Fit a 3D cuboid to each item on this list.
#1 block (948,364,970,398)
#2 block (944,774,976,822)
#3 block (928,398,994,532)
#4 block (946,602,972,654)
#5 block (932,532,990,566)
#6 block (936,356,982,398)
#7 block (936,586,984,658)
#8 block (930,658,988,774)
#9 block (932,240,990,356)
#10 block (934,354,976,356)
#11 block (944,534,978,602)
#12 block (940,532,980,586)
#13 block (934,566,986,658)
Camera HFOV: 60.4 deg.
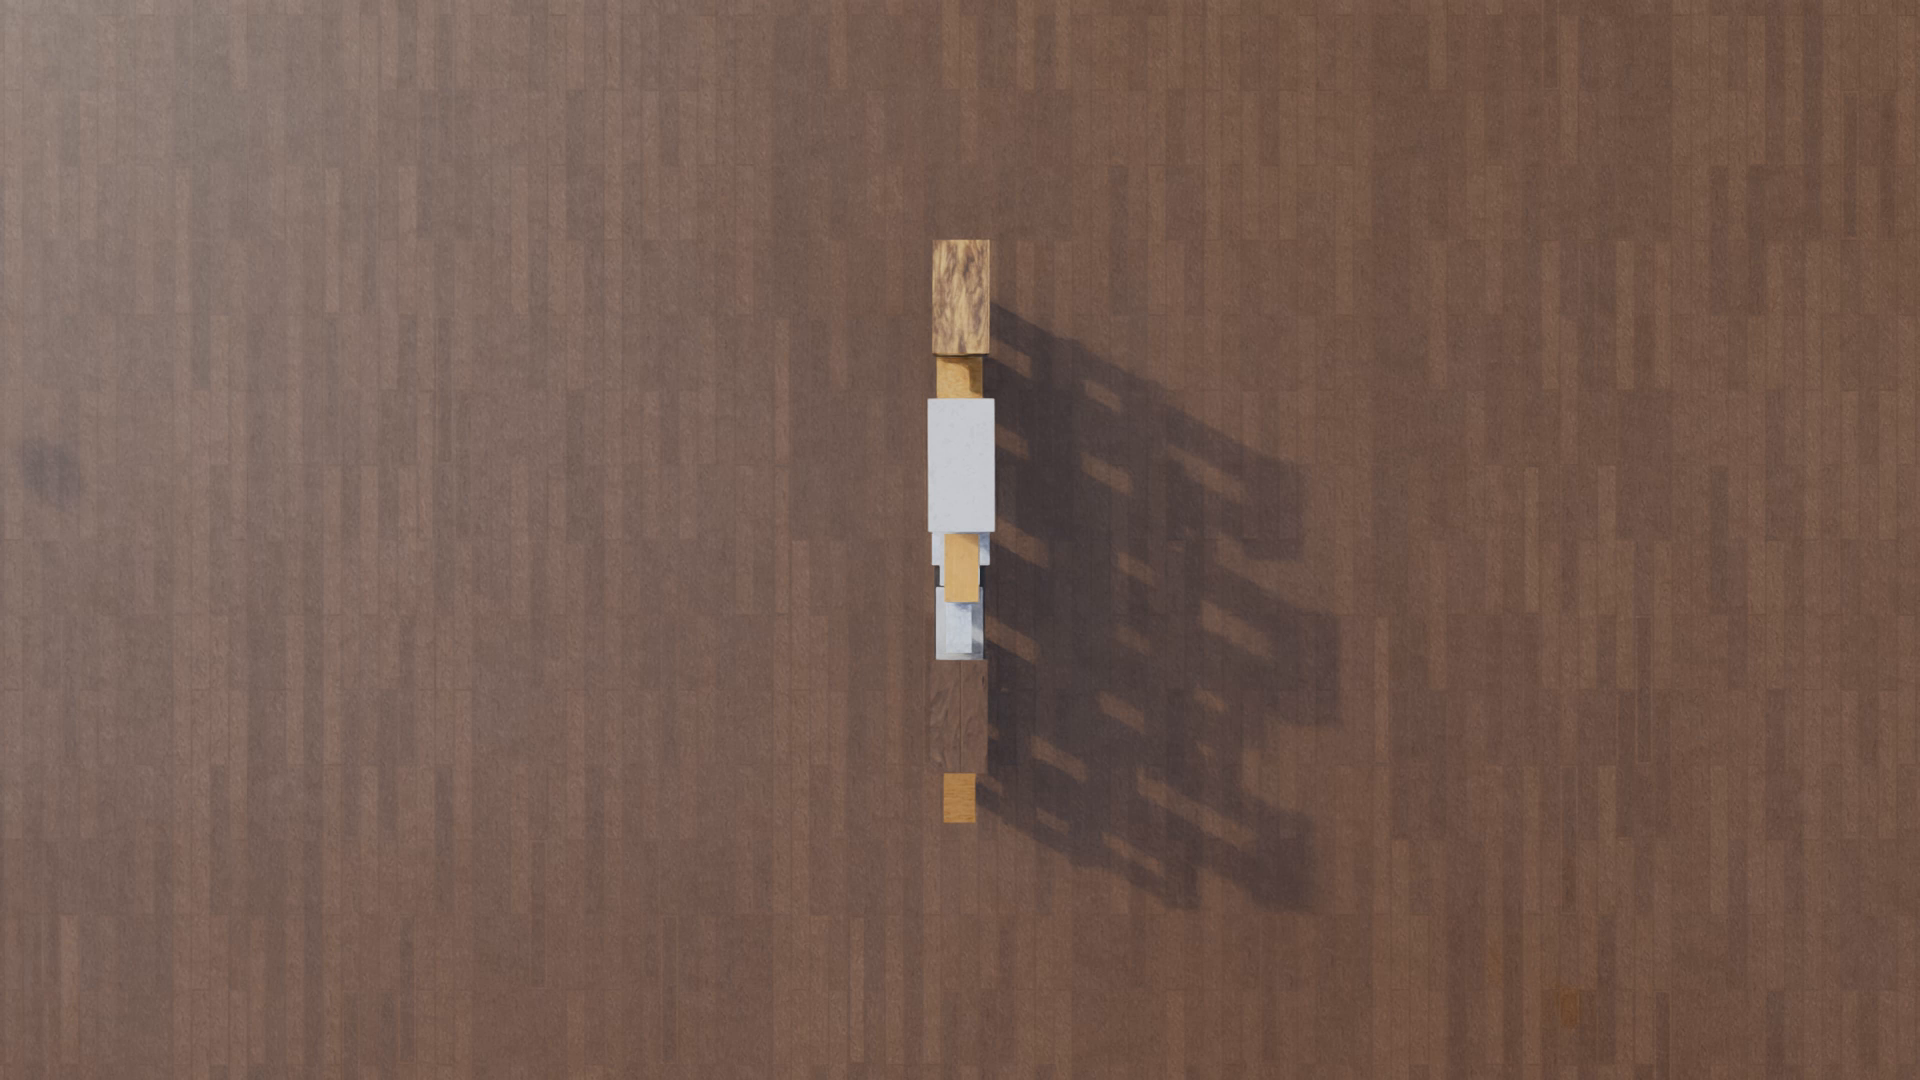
[{"bbox_3d":[-0.004,-0.445,4.737,0.062,0.017,0.123,0,90,0],"label":"block"},{"bbox_3d":[-0.002,0.731,4.818,0.092,0.026,0.184,0,90,0],"label":"block"},{"bbox_3d":[0.004,-0.200,4.436,0.178,0.050,0.355,0,90,0],"label":"block"},{"bbox_3d":[-0.003,0.248,4.674,0.071,0.020,0.142,0,90,0],"label":"block"},{"bbox_3d":[0.002,-0.100,5.120,0.177,0.050,0.355,0,90,0],"label":"block"},{"bbox_3d":[0.000,-0.489,4.888,0.135,0.038,0.271,0,90,0],"label":"block"},{"bbox_3d":[-0.001,0.276,4.845,0.138,0.039,0.275,0,90,0],"label":"block"},{"bbox_3d":[-0.003,0.479,4.495,0.154,0.044,0.309,0,90,0],"label":"block"},{"bbox_3d":[0.003,-0.667,4.537,0.155,0.044,0.311,0,90,0],"label":"block"},{"bbox_3d":[0.002,-0.563,4.714,0.155,0.311,0.044,0,90,0],"label":"block"},{"bbox_3d":[0.004,0.078,4.623,0.095,0.027,0.190,0,90,0],"label":"block"},{"bbox_3d":[-0.001,0.017,4.846,0.117,0.033,0.233,0,90,0],"label":"block"},{"bbox_3d":[0.000,0.240,5.163,0.158,0.045,0.315,0,90,0],"label":"block"}]
